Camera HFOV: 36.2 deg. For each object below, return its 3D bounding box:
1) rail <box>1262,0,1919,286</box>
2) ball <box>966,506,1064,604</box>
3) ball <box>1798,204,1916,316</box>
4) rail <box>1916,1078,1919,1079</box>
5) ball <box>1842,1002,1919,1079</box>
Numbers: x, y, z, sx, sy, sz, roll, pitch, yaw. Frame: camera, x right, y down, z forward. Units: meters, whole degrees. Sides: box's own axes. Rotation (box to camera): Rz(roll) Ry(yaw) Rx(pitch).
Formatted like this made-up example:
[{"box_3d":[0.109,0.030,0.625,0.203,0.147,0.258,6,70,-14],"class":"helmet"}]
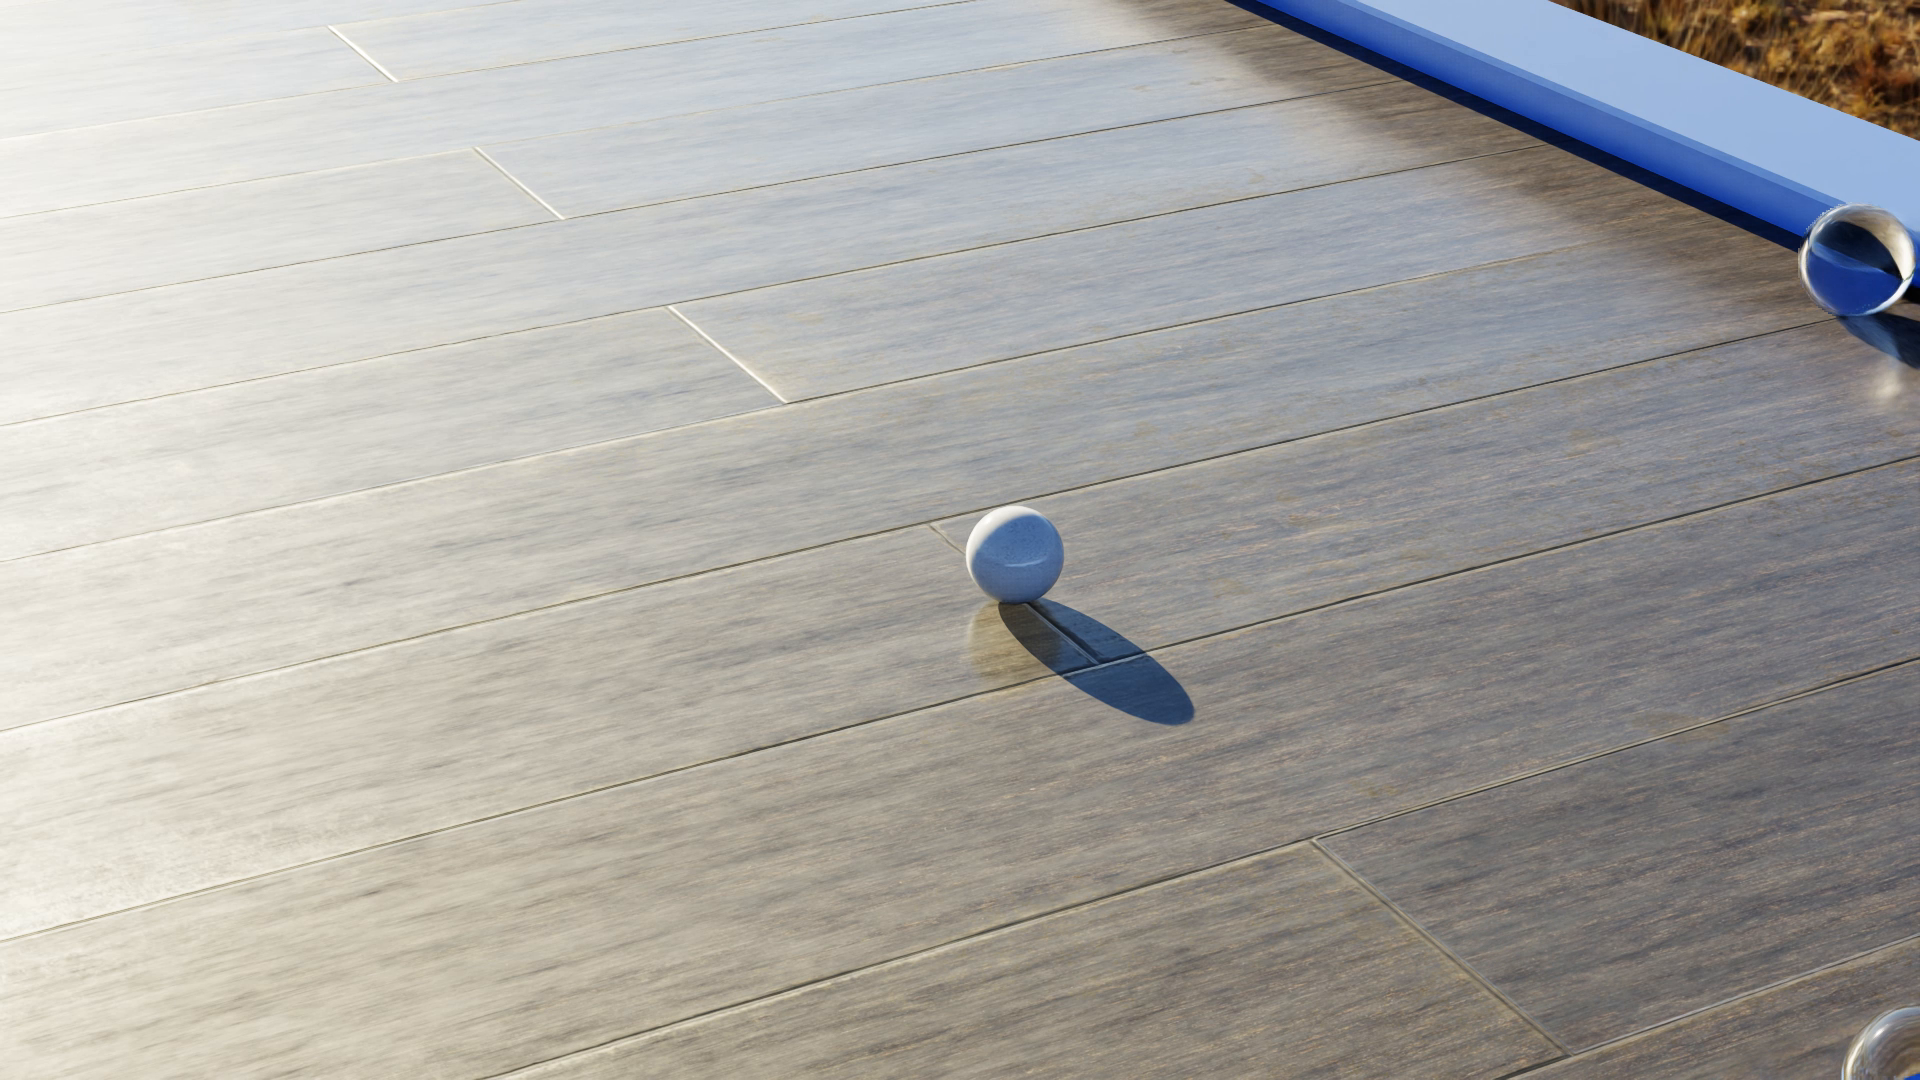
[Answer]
[{"box_3d":[0.485,-0.560,3.153,0.045,0.126,3.472,-13,28,-25],"class":"rail"},{"box_3d":[0.038,0.010,2.035,0.068,0.068,0.068,0,26,0],"class":"ball"},{"box_3d":[0.770,-0.240,2.523,0.097,0.097,0.097,0,26,0],"class":"ball"},{"box_3d":[0.394,0.299,1.365,2.059,0.126,0.045,-13,28,-25],"class":"rail"},{"box_3d":[0.484,0.272,1.476,0.080,0.080,0.080,0,26,0],"class":"ball"}]
